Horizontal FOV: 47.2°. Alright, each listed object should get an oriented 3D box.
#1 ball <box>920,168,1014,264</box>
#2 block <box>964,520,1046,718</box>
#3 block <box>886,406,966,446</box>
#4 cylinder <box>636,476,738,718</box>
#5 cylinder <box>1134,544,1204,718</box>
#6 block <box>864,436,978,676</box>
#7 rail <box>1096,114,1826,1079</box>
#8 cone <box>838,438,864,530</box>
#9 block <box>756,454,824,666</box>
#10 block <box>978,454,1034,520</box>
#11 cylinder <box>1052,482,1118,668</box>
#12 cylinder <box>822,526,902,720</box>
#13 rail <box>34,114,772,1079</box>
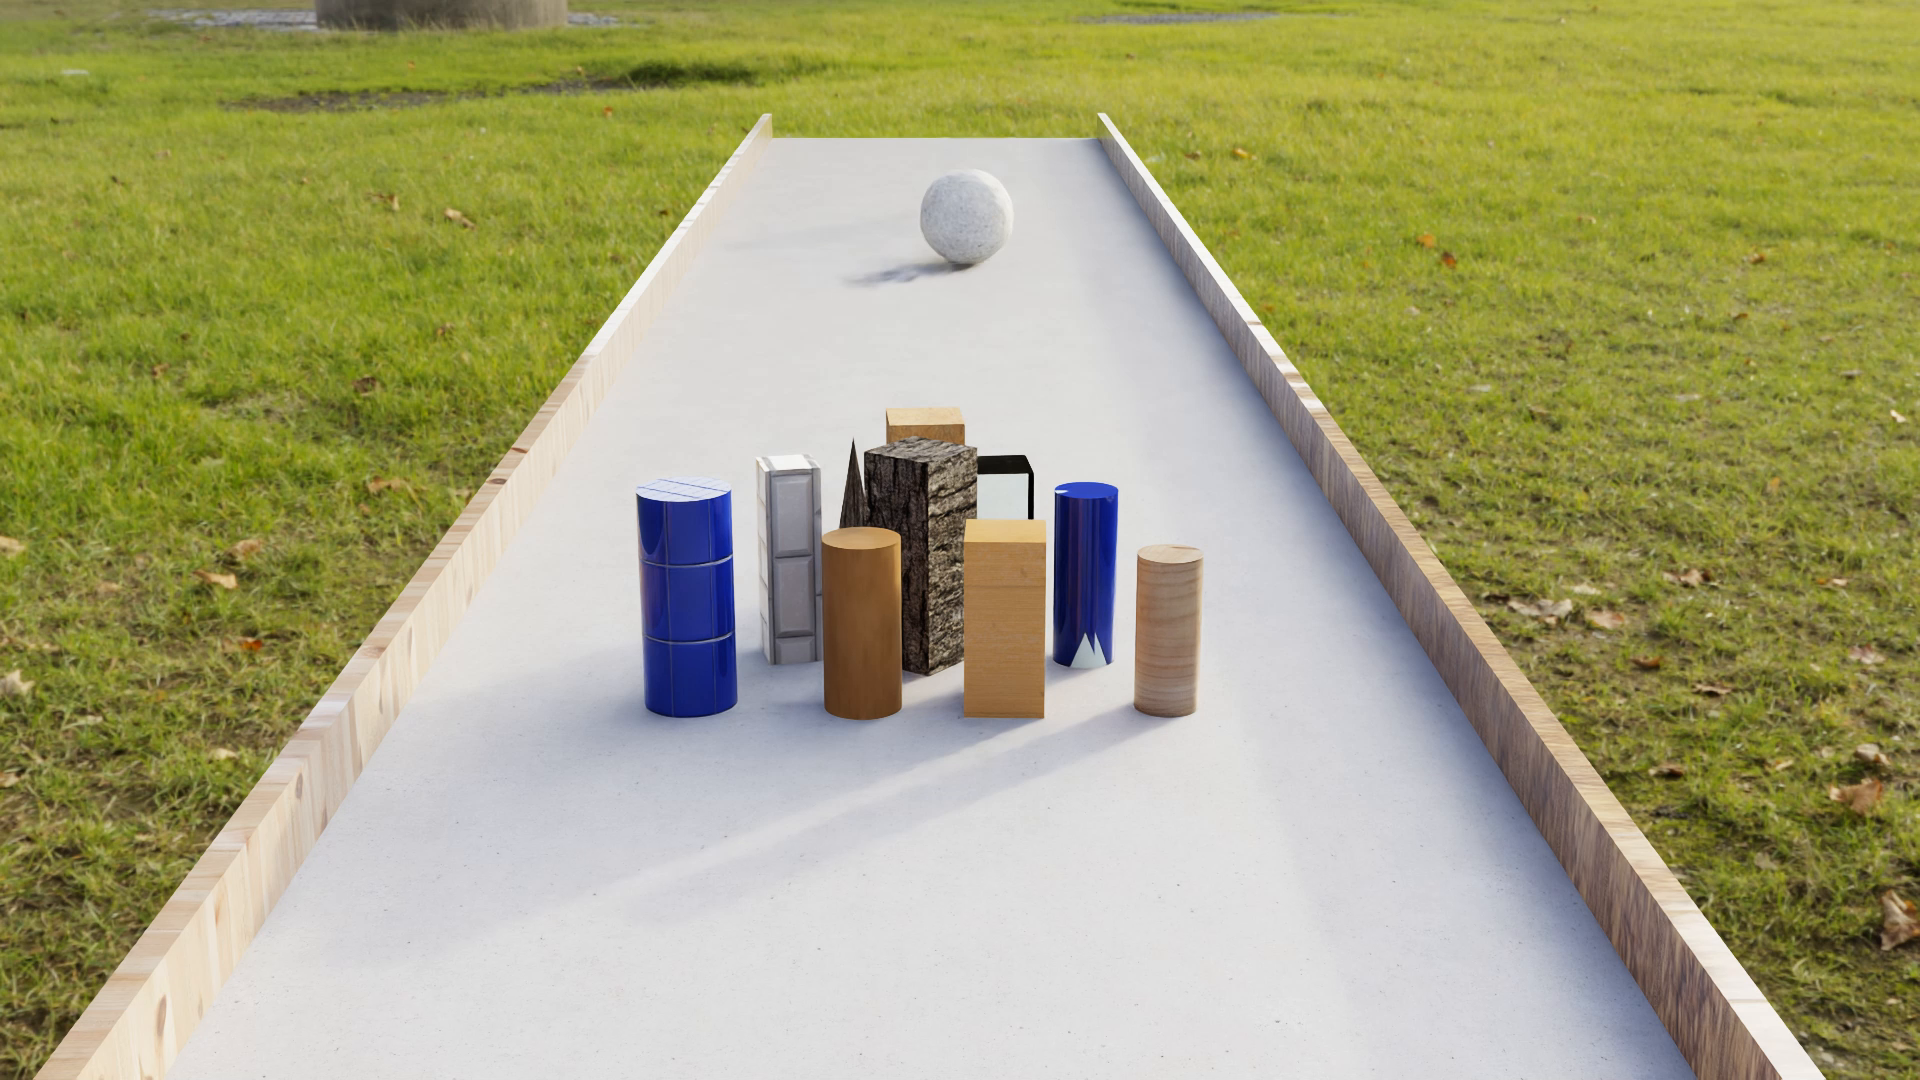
[{"bbox_3d":[0.027,-1.327,9.011,0.387,0.387,0.387,0,17,0],"label":"ball"},{"bbox_3d":[0.085,0.147,4.132,0.150,0.343,0.150,1,17,2],"label":"block"},{"bbox_3d":[-0.077,-0.095,4.896,0.163,0.371,0.163,-1,17,-5],"label":"block"},{"bbox_3d":[-0.512,0.106,4.132,0.177,0.420,0.177,0,17,0],"label":"cylinder"},{"bbox_3d":[0.391,0.170,4.126,0.123,0.302,0.123,0,17,0],"label":"cylinder"},{"bbox_3d":[-0.077,0.030,4.368,0.159,0.432,0.159,12,20,35],"label":"block"},{"bbox_3d":[0.932,-0.844,7.801,0.050,0.150,12.000,0,17,-1],"label":"rail"},{"bbox_3d":[-0.223,-0.033,4.656,0.129,0.388,0.129,0,17,0],"label":"cone"},{"bbox_3d":[-0.339,0.039,4.394,0.111,0.400,0.111,-4,17,-14],"label":"block"},{"bbox_3d":[0.069,-0.002,4.665,0.157,0.325,0.157,-1,17,-5],"label":"block"},{"bbox_3d":[0.249,0.069,4.379,0.126,0.350,0.126,0,17,0],"label":"cylinder"},{"bbox_3d":[-0.183,0.155,4.122,0.147,0.332,0.147,0,17,0],"label":"cylinder"},{"bbox_3d":[-1.118,-0.838,7.780,0.050,0.150,12.000,0,17,-1],"label":"rail"}]
